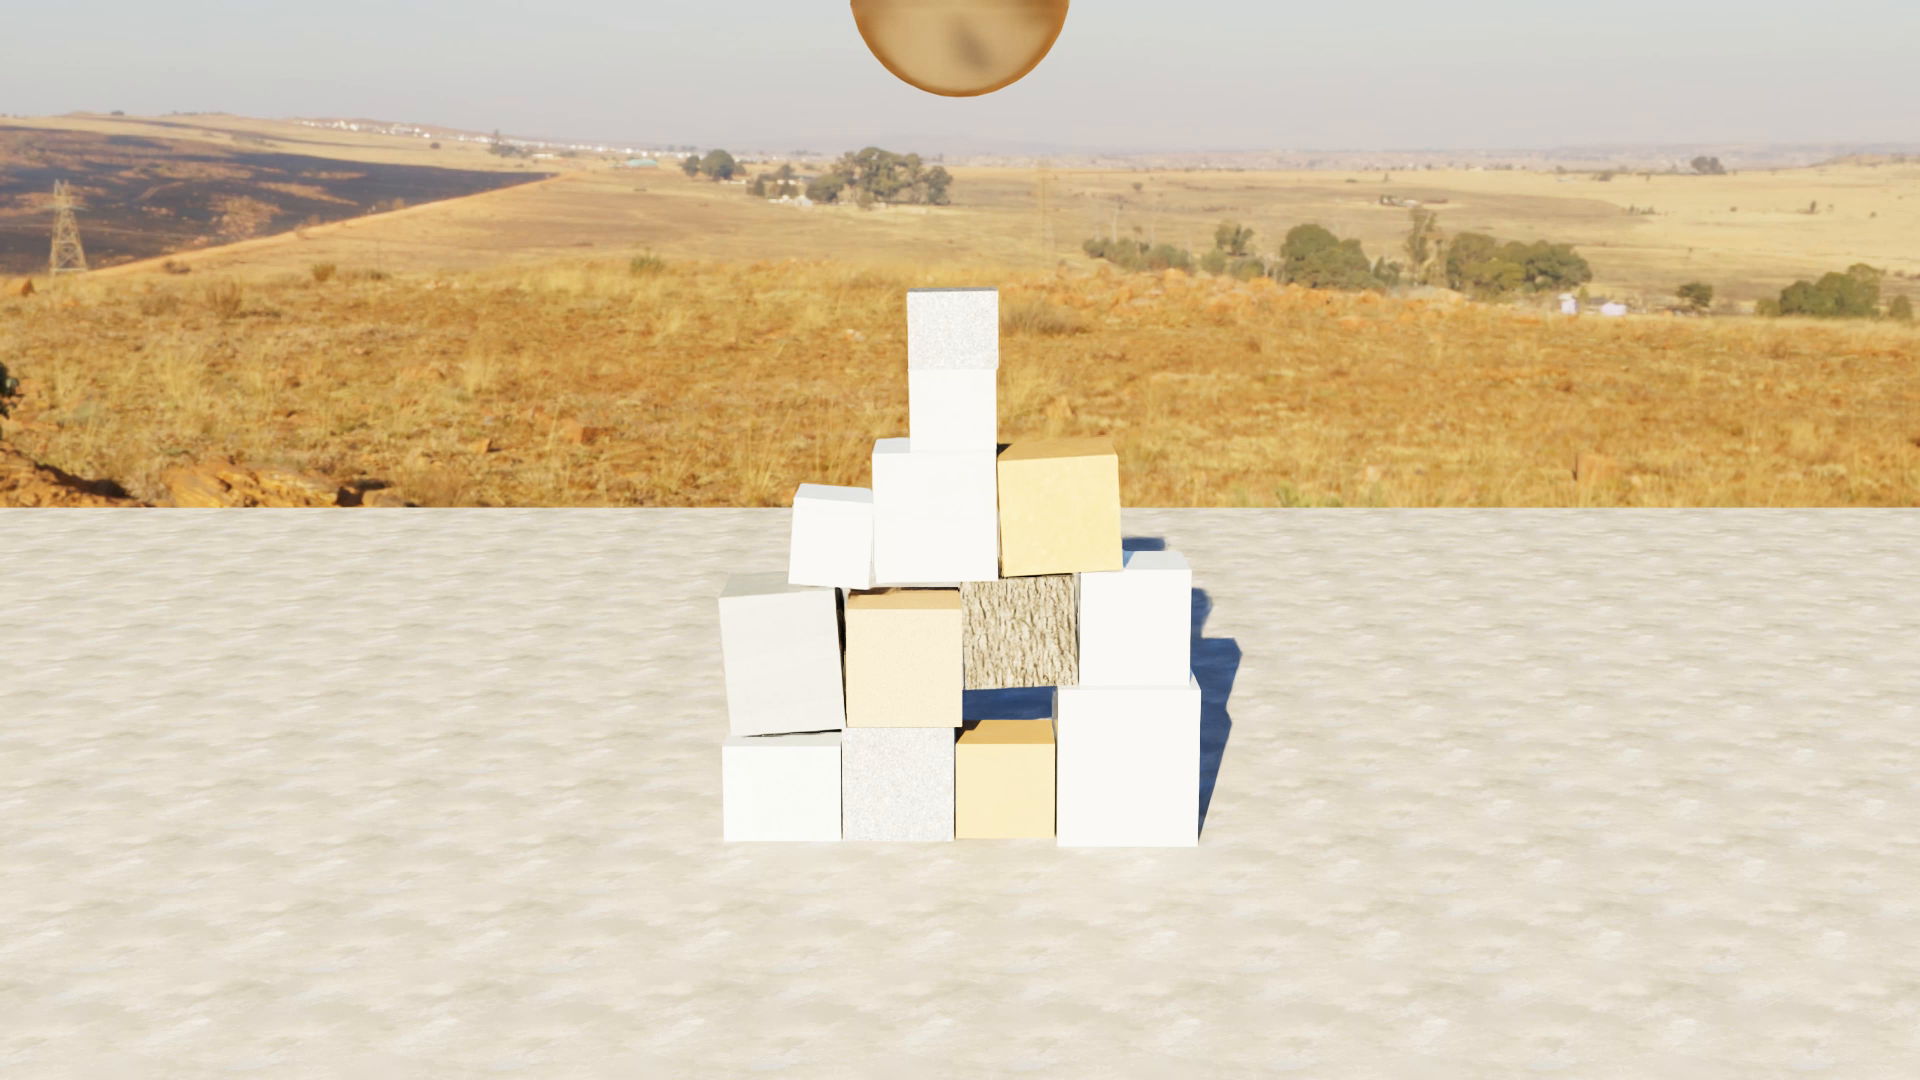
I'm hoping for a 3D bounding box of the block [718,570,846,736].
[{"bbox_3d":[-0.886,0.563,11.278,0.578,0.711,0.608,-4,10,1],"label":"block"}]

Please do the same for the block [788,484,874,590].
[{"bbox_3d":[-0.641,-0.023,11.172,0.397,0.435,0.455,4,10,-1],"label":"block"}]

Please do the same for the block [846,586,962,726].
[{"bbox_3d":[-0.281,0.593,11.297,0.579,0.604,0.567,0,10,0],"label":"block"}]

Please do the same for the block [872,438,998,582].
[{"bbox_3d":[-0.122,-0.162,11.144,0.606,0.644,0.572,-1,10,0],"label":"block"}]

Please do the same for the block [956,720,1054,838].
[{"bbox_3d":[0.230,1.234,11.398,0.501,0.494,0.468,0,10,0],"label":"block"}]

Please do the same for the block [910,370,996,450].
[{"bbox_3d":[-0.035,-0.677,11.065,0.425,0.395,0.391,-1,10,0],"label":"block"}]

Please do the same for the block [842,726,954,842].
[{"bbox_3d":[-0.312,1.185,11.388,0.562,0.593,0.572,0,10,0],"label":"block"}]

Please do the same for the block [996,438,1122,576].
[{"bbox_3d":[0.494,-0.176,11.143,0.588,0.575,0.633,-3,10,1],"label":"block"}]

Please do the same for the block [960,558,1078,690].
[{"bbox_3d":[0.297,0.417,11.252,0.565,0.553,0.553,-3,10,1],"label":"block"}]

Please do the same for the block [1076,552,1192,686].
[{"bbox_3d":[0.876,0.393,11.232,0.548,0.589,0.505,0,10,0],"label":"block"}]

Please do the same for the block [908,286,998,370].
[{"bbox_3d":[-0.034,-1.062,11.007,0.443,0.383,0.376,-1,10,0],"label":"block"}]

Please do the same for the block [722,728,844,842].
[{"bbox_3d":[-0.900,1.232,11.405,0.593,0.495,0.585,0,10,0],"label":"block"}]

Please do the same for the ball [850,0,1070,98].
[{"bbox_3d":[0.000,-3.973,15.697,1.600,1.600,1.600,0,10,0],"label":"ball"}]

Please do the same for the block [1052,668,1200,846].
[{"bbox_3d":[0.843,1.078,11.373,0.706,0.810,0.749,0,10,0],"label":"block"}]
